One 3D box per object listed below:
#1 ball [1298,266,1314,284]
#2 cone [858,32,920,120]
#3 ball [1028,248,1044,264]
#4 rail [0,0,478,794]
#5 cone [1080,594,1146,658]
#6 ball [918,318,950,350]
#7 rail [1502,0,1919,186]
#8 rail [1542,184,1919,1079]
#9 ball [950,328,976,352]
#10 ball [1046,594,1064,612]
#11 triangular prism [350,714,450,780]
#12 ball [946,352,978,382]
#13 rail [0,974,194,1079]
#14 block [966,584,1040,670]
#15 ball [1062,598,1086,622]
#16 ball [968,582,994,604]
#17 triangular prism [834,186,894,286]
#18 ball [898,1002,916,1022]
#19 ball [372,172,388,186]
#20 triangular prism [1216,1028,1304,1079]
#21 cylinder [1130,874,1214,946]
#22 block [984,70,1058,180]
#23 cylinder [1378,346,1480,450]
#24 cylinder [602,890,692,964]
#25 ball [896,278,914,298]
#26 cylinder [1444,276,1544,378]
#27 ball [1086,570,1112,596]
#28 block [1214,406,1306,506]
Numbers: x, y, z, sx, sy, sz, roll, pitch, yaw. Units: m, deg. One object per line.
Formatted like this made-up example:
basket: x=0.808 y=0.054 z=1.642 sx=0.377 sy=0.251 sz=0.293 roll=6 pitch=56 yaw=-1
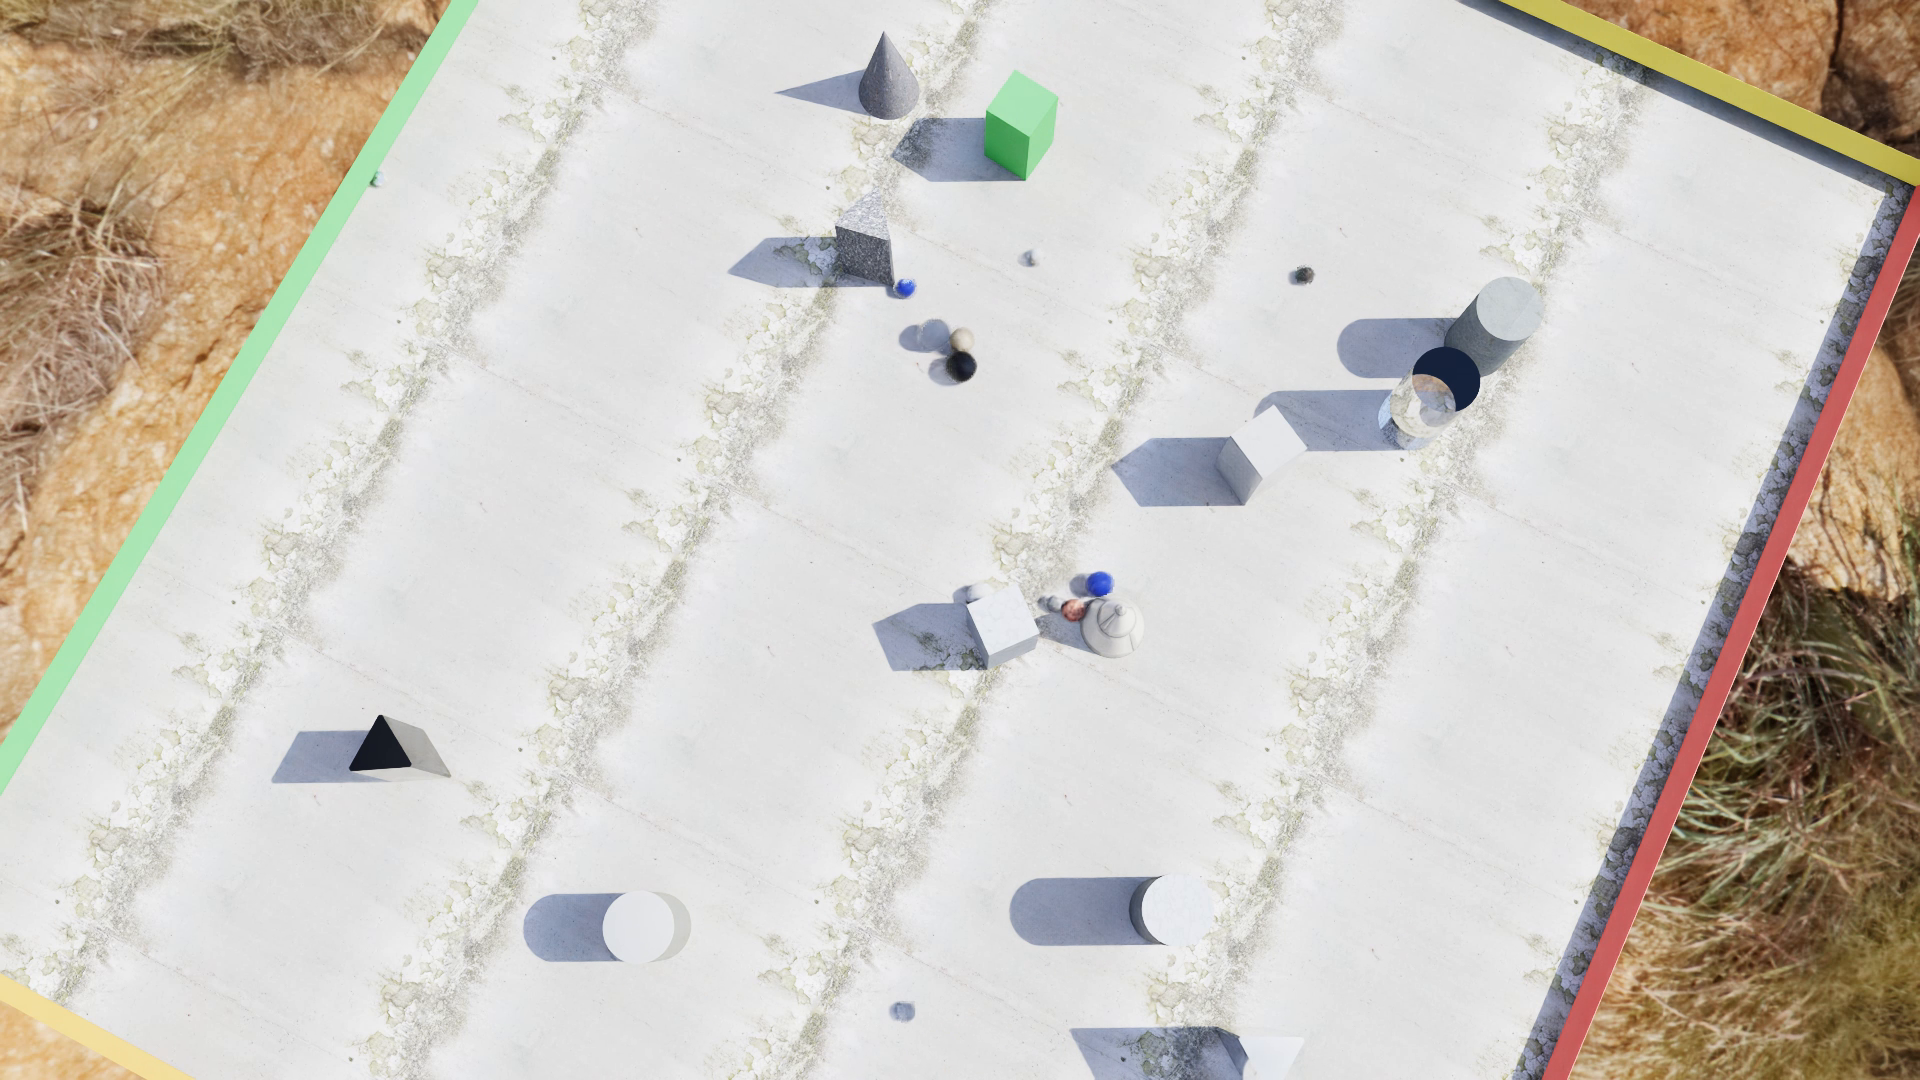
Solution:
ball: x=1.089 y=-0.833 z=5.762 sx=0.053 sy=0.053 sz=0.053 roll=0 pitch=78 yaw=0
cone: x=-0.229 y=-1.490 z=5.711 sx=0.198 sy=0.419 sz=0.198 roll=0 pitch=78 yaw=0
ball: x=0.240 y=-0.895 z=5.775 sx=0.053 sy=0.053 sz=0.053 roll=0 pitch=78 yaw=0
rail: x=-1.975 y=-0.960 z=5.749 sx=0.045 sy=0.129 sz=4.844 roll=26 pitch=80 yaw=5
cone: x=0.463 y=0.226 z=5.390 sx=0.198 sy=0.353 sz=0.198 roll=0 pitch=78 yaw=0
ball: x=-0.080 y=-0.641 z=5.699 sx=0.099 sy=0.099 sz=0.099 roll=0 pitch=78 yaw=0
rail: x=1.073 y=-2.094 z=5.983 sx=4.465 sy=0.129 sz=0.045 roll=26 pitch=80 yaw=5
rail: x=1.975 y=0.974 z=5.348 sx=0.045 sy=0.129 sz=4.844 roll=26 pitch=80 yaw=5
ball: x=0.007 y=-0.621 z=5.705 sx=0.080 sy=0.080 sz=0.080 roll=0 pitch=78 yaw=0
ball: x=0.289 y=0.191 z=5.551 sx=0.051 sy=0.051 sz=0.051 roll=0 pitch=78 yaw=0
triangular prism: x=-1.610 y=0.599 z=5.286 sx=0.171 sy=0.404 sz=0.148 roll=-4 pitch=78 yaw=-1
ball: x=0.005 y=-0.536 z=5.678 sx=0.098 sy=0.098 sz=0.098 roll=0 pitch=78 yaw=0
rail: x=-1.073 y=2.108 z=5.114 sx=4.465 sy=0.129 sz=0.045 roll=26 pitch=80 yaw=5
block: x=0.123 y=0.259 z=5.400 sx=0.158 sy=0.320 sz=0.158 roll=-23 pitch=79 yaw=-5
ball: x=0.344 y=0.212 z=5.537 sx=0.070 sy=0.070 sz=0.070 roll=0 pitch=78 yaw=0
ball: x=0.064 y=0.167 z=5.542 sx=0.079 sy=0.079 sz=0.079 roll=0 pitch=78 yaw=0
triangular prism: x=-0.268 y=-0.936 z=5.604 sx=0.171 sy=0.404 sz=0.148 roll=17 pitch=79 yaw=3
ball: x=-0.154 y=1.366 z=5.307 sx=0.053 sy=0.053 sz=0.053 roll=0 pitch=78 yaw=0
ball: x=-1.845 y=-1.148 z=5.830 sx=0.047 sy=0.047 sz=0.047 roll=0 pitch=78 yaw=0
triangular prism: x=0.805 y=1.406 z=5.086 sx=0.148 sy=0.469 sz=0.171 roll=31 pitch=80 yaw=6
cylinder: x=0.596 y=1.050 z=5.199 sx=0.198 sy=0.392 sz=0.198 roll=0 pitch=78 yaw=0
block: x=0.188 y=-1.288 z=5.710 sx=0.158 sy=0.338 sz=0.158 roll=33 pitch=80 yaw=6
cylinder: x=1.399 y=-0.418 z=5.483 sx=0.198 sy=0.431 sz=0.198 roll=0 pitch=78 yaw=0
cylinder: x=-0.887 y=1.102 z=5.220 sx=0.198 sy=0.330 sz=0.198 roll=0 pitch=78 yaw=0
ball: x=-0.171 y=-0.791 z=5.750 sx=0.060 sy=0.060 sz=0.060 roll=0 pitch=78 yaw=0
cylinder: x=1.615 y=-0.642 z=5.559 sx=0.198 sy=0.372 sz=0.198 roll=0 pitch=78 yaw=0
ball: x=0.422 y=0.132 z=5.548 sx=0.081 sy=0.081 sz=0.081 roll=0 pitch=78 yaw=0
block: x=0.895 y=-0.249 z=5.486 sx=0.158 sy=0.357 sz=0.158 roll=-34 pitch=80 yaw=-7
